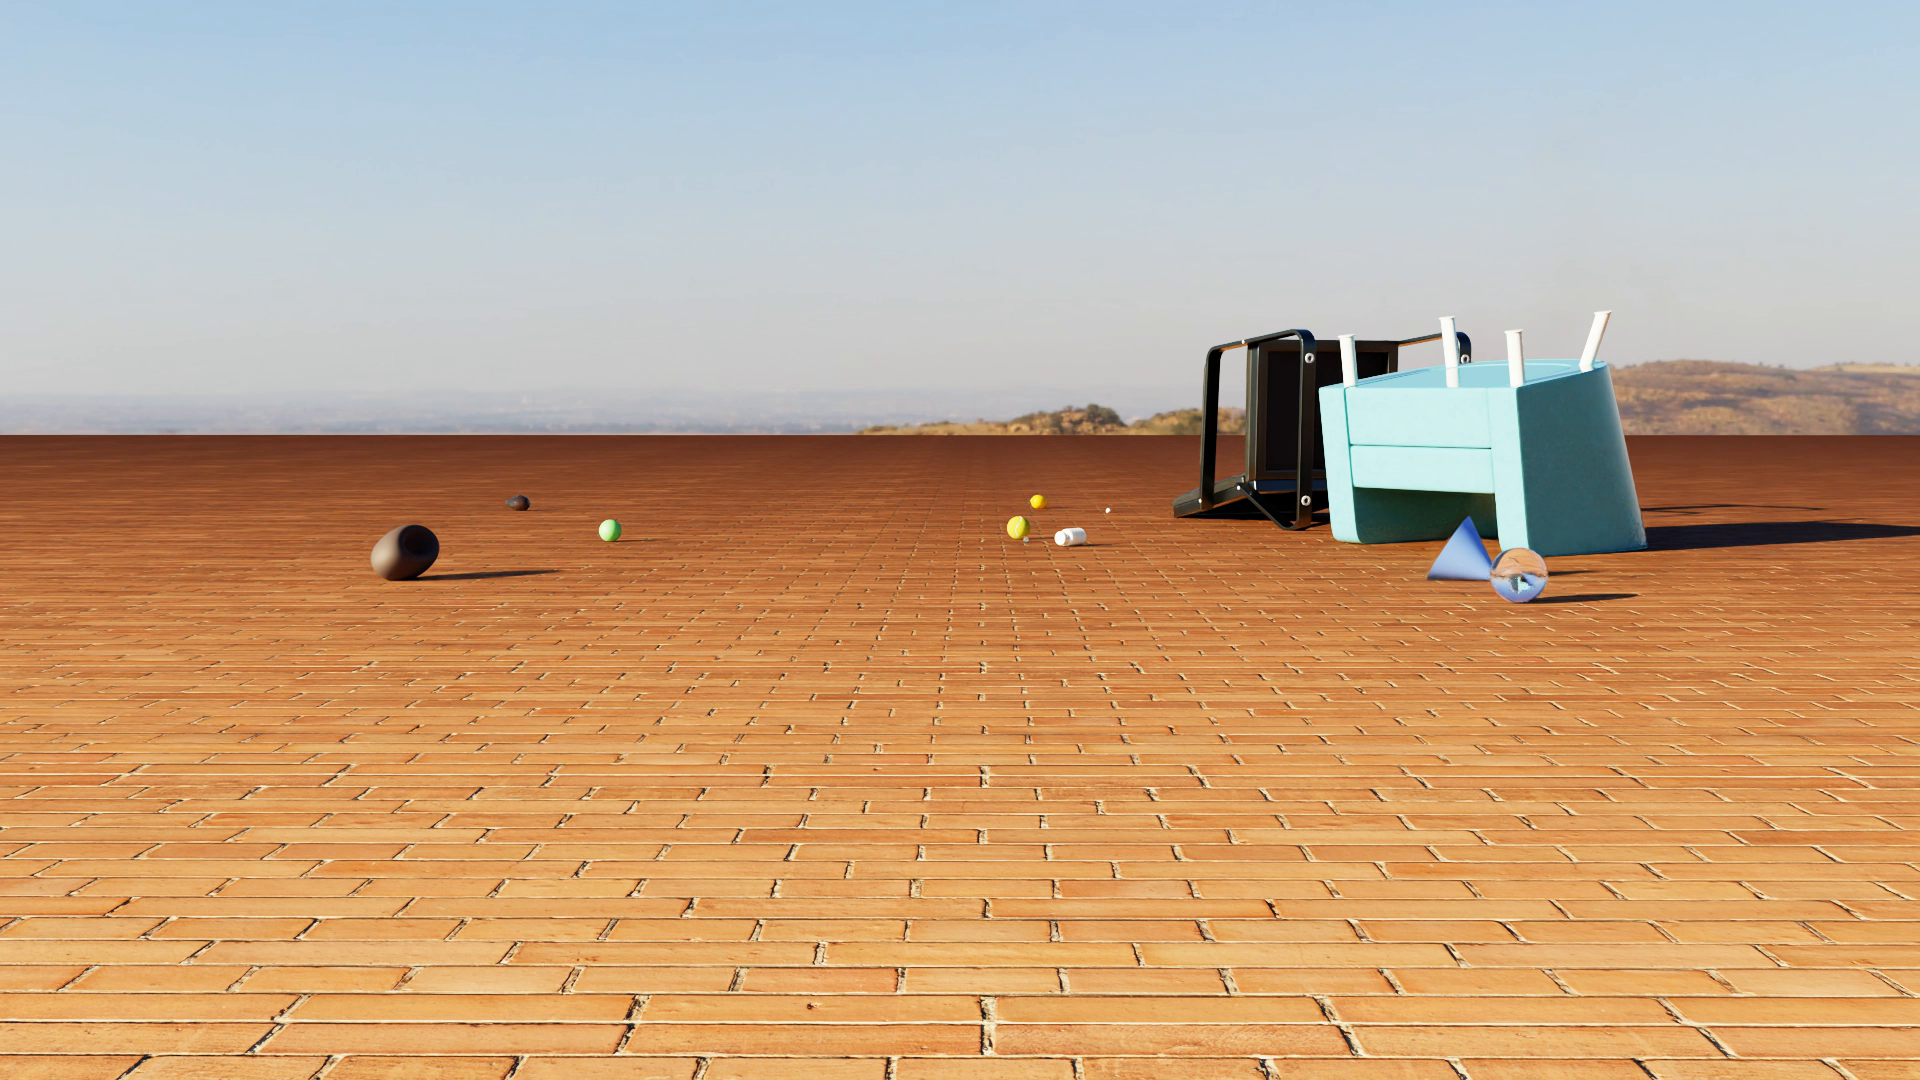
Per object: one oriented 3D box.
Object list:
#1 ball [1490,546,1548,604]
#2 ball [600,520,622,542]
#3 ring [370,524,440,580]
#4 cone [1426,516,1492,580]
[{"bbox_3d":[1.172,0.074,4.616,0.118,0.118,0.118,0,4,0],"label":"ball"},{"bbox_3d":[-1.028,-0.027,6.468,0.065,0.065,0.065,0,4,0],"label":"ball"},{"bbox_3d":[-1.312,0.031,5.201,0.095,0.123,0.210,-34,1,20],"label":"ring"},{"bbox_3d":[1.207,0.057,5.162,0.145,0.168,0.187,34,57,15],"label":"cone"}]
